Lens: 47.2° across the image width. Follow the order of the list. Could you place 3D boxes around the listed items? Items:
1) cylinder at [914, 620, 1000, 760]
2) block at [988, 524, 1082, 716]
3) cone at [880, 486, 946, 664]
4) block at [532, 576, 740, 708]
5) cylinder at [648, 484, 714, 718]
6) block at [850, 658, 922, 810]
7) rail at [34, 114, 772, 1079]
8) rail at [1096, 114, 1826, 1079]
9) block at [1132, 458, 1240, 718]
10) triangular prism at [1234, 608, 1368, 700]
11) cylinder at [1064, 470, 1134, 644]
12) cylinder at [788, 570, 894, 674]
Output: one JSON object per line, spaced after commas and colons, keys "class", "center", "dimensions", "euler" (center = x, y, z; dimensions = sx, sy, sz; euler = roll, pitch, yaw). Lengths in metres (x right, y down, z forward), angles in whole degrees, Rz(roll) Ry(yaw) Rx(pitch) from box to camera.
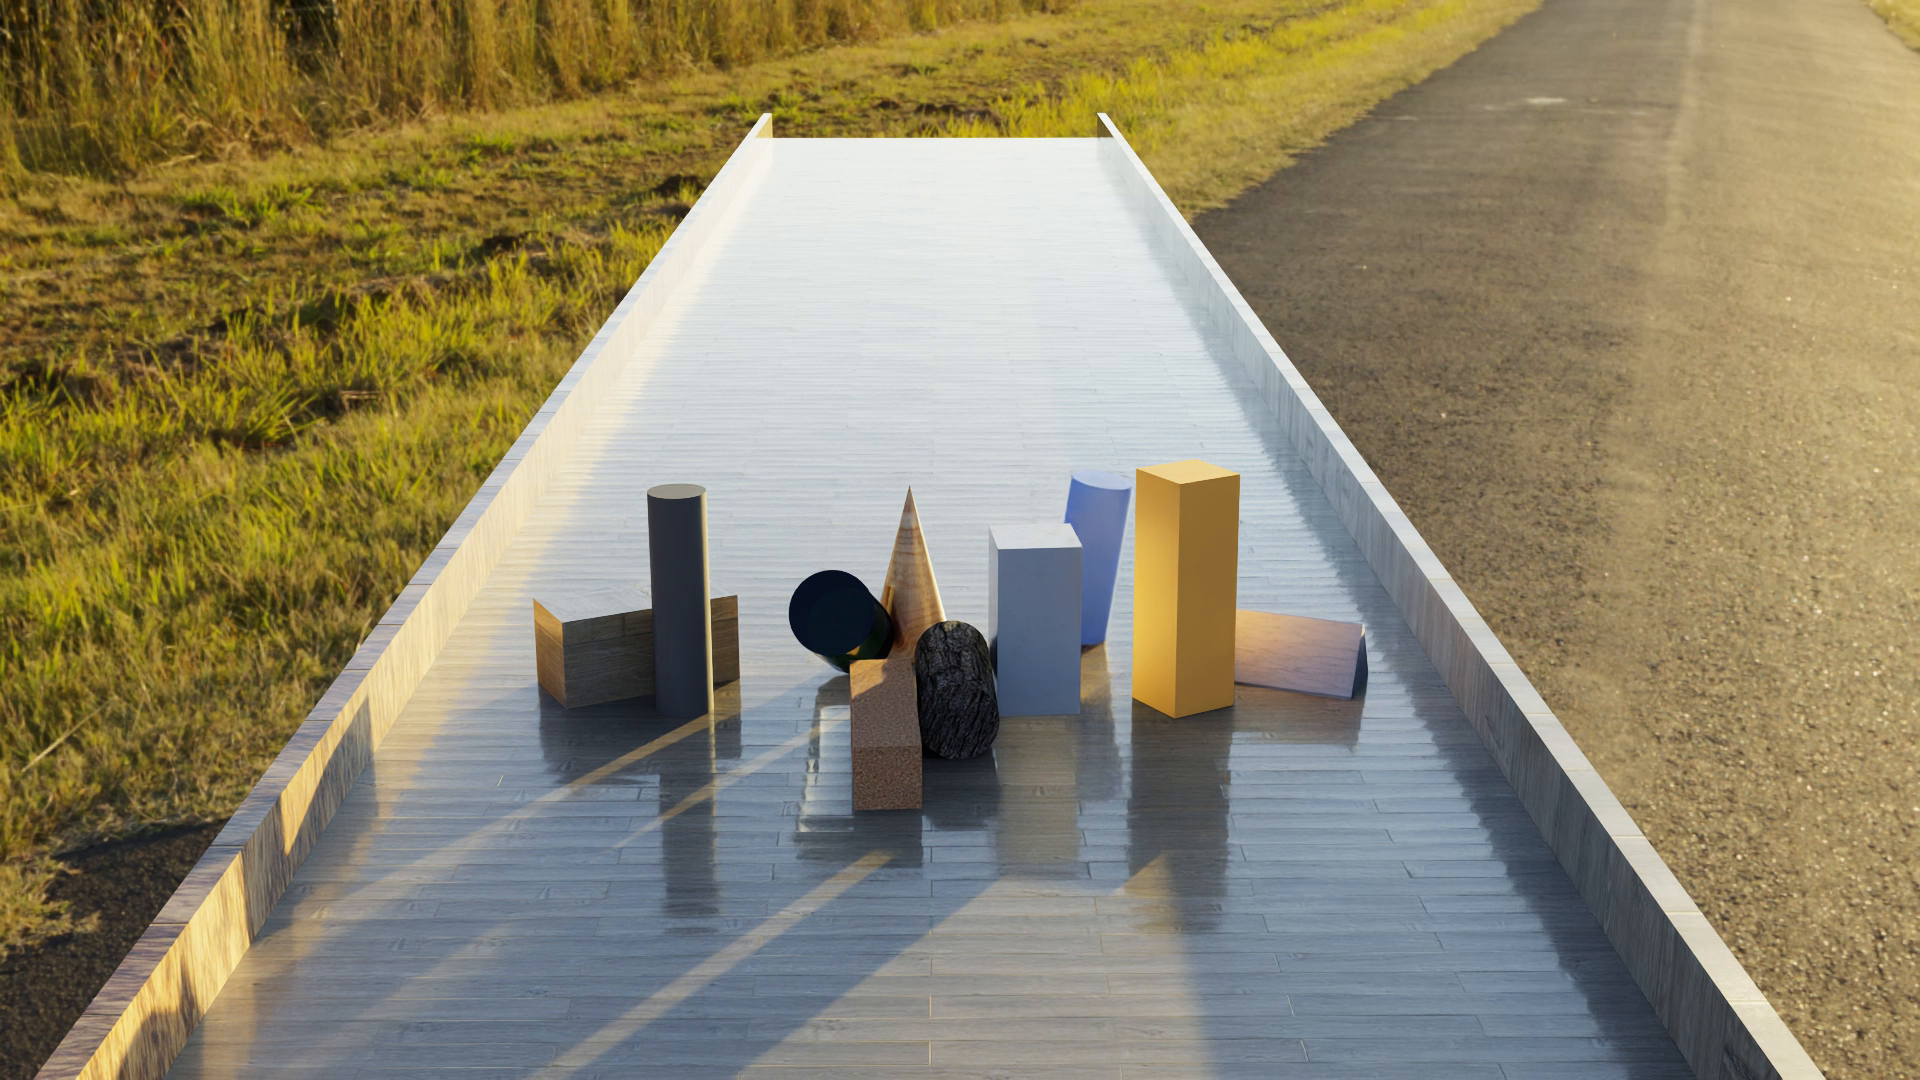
{"class": "cylinder", "center": [-0.009, 0.272, 4.061], "dimensions": [0.143, 0.143, 0.349], "euler": [-1, 17, -2]}
{"class": "block", "center": [0.140, 0.149, 4.150], "dimensions": [0.156, 0.327, 0.156], "euler": [-2, 17, -5]}
{"class": "cone", "center": [-0.100, 0.056, 4.422], "dimensions": [0.177, 0.351, 0.177], "euler": [0, 17, 0]}
{"class": "block", "center": [-0.629, 0.191, 4.282], "dimensions": [0.354, 0.172, 0.172], "euler": [-9, 19, -27]}
{"class": "cylinder", "center": [-0.521, 0.114, 4.099], "dimensions": [0.108, 0.425, 0.108], "euler": [0, 17, 0]}
{"class": "block", "center": [-0.134, 0.338, 3.892], "dimensions": [0.114, 0.114, 0.431], "euler": [-1, 17, -4]}
{"class": "rail", "center": [-1.118, -0.838, 7.780], "dimensions": [0.050, 0.150, 12.000], "euler": [0, 17, -1]}
{"class": "rail", "center": [0.932, -0.844, 7.801], "dimensions": [0.050, 0.150, 12.000], "euler": [0, 17, -1]}
{"class": "block", "center": [0.423, 0.090, 4.130], "dimensions": [0.137, 0.452, 0.137], "euler": [-10, 18, -29]}
{"class": "triangular prism", "center": [0.575, 0.200, 4.318], "dimensions": [0.431, 0.128, 0.148], "euler": [7, 17, 21]}
{"class": "cylinder", "center": [0.265, 0.035, 4.496], "dimensions": [0.126, 0.334, 0.126], "euler": [8, 18, -3]}
{"class": "cylinder", "center": [-0.220, 0.159, 4.165], "dimensions": [0.158, 0.158, 0.371], "euler": [1, -8, 4]}
